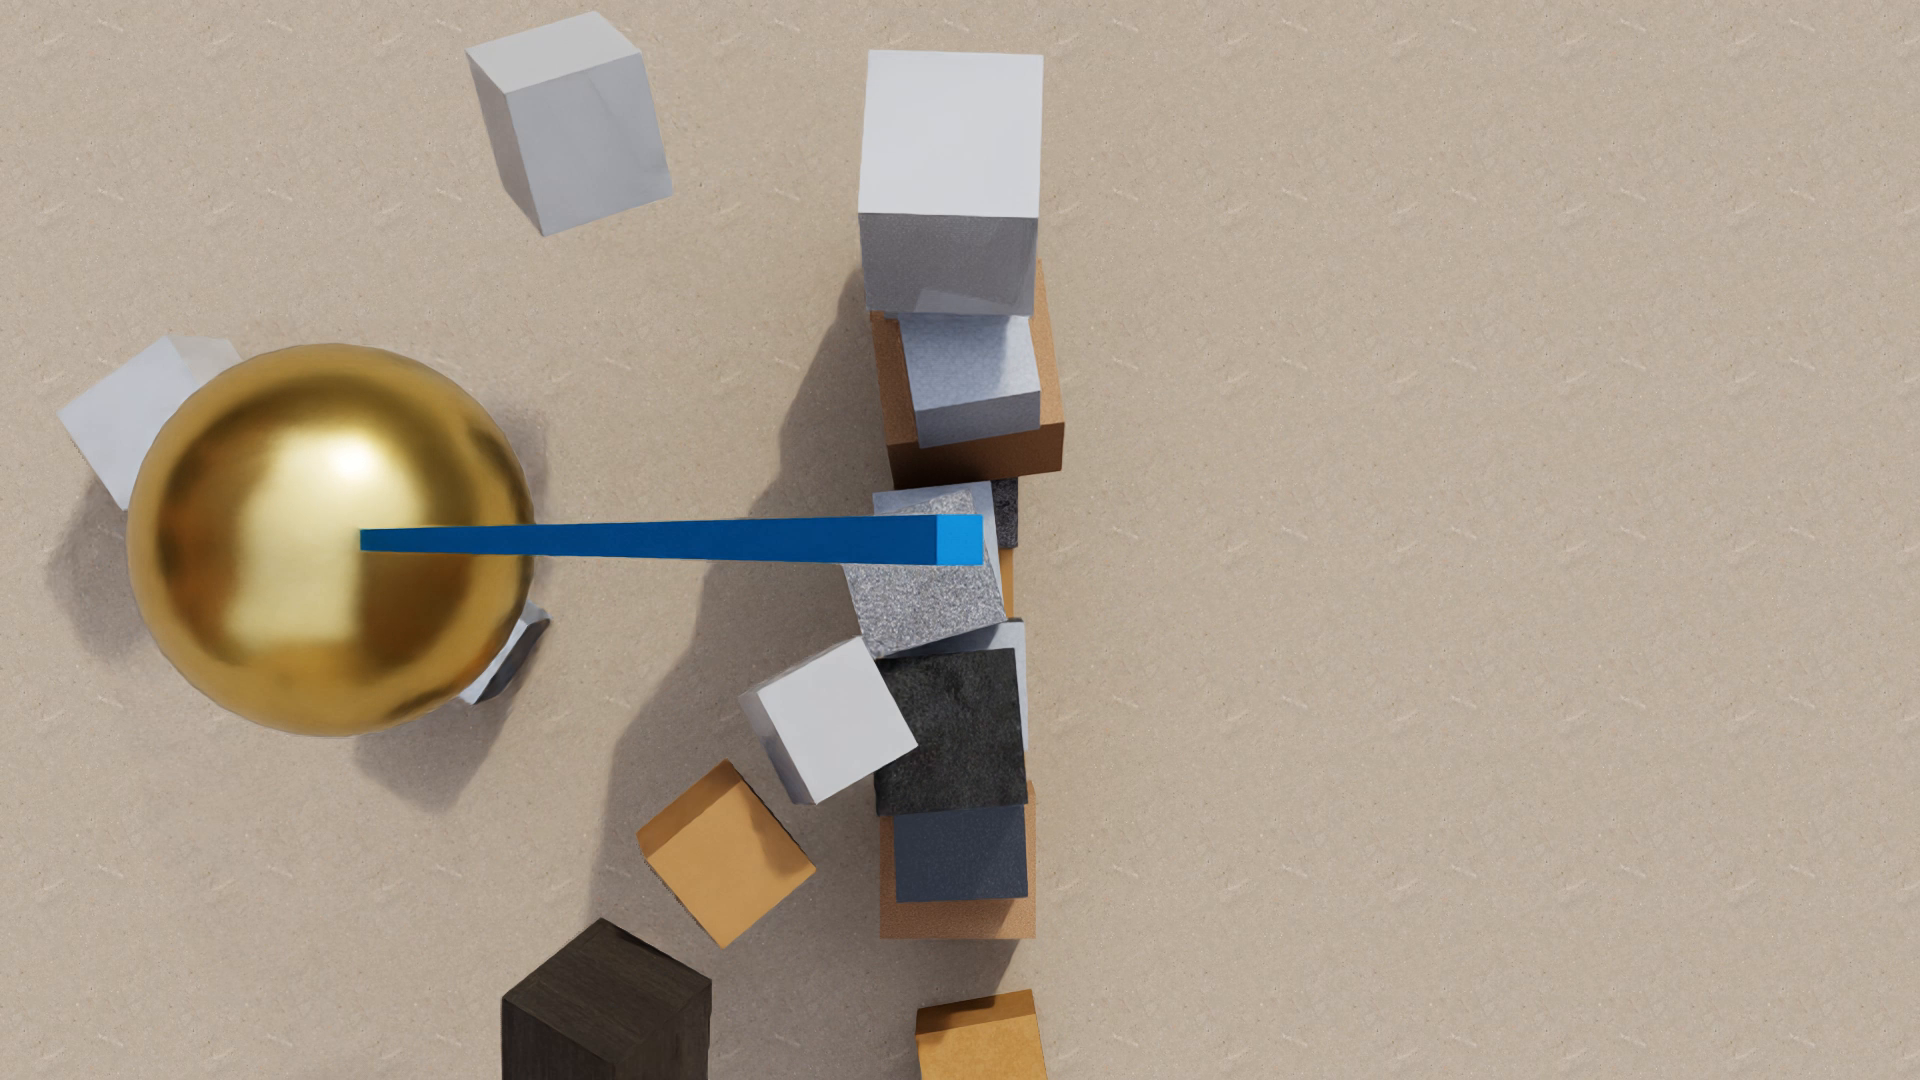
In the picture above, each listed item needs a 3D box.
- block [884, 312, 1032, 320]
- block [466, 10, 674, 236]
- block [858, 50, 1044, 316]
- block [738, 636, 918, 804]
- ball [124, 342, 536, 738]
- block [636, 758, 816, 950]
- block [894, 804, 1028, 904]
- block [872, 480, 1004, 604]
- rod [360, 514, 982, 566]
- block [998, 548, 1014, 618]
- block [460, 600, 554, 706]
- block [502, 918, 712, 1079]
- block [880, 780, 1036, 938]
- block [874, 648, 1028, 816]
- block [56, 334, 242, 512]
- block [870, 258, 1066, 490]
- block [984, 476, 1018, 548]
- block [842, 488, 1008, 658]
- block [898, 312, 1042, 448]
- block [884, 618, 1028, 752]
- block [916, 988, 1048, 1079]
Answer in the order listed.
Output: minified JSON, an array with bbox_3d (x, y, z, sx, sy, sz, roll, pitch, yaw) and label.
[{"bbox_3d":[-0.013,-1.654,11.153,0.764,0.836,0.758,0,68,1],"label":"block"},{"bbox_3d":[-1.977,-2.118,11.145,0.703,0.736,0.772,-21,126,-17],"label":"block"},{"bbox_3d":[-0.032,-1.644,10.211,0.792,0.890,0.855,2,67,1],"label":"block"},{"bbox_3d":[-0.635,0.860,10.442,0.557,0.525,0.585,-28,92,-17],"label":"block"},{"bbox_3d":[-2.528,0.000,8.908,1.600,1.600,1.600,0,90,0],"label":"ball"},{"bbox_3d":[-1.153,1.524,10.770,0.585,0.638,0.577,-40,101,-8],"label":"block"},{"bbox_3d":[-0.004,1.521,11.849,0.685,0.789,0.754,-2,87,0],"label":"block"},{"bbox_3d":[-0.113,0.063,11.900,0.623,0.750,0.692,-6,90,0],"label":"block"},{"bbox_3d":[-1.096,0.000,5.825,0.080,5.200,0.080,0,90,-25],"label":"rod"},{"bbox_3d":[-0.024,0.413,12.641,0.643,0.719,0.721,0,90,0],"label":"block"},{"bbox_3d":[-2.830,0.507,12.648,0.648,0.684,0.554,35,92,0],"label":"block"},{"bbox_3d":[-1.712,2.448,10.660,0.700,0.711,0.749,24,126,25],"label":"block"},{"bbox_3d":[-0.012,1.821,12.625,0.867,0.751,0.802,0,90,0],"label":"block"},{"bbox_3d":[-0.070,0.971,11.139,0.744,0.701,0.768,-5,85,-1],"label":"block"},{"bbox_3d":[-4.464,-0.669,12.530,0.771,0.818,0.655,-34,90,6],"label":"block"},{"bbox_3d":[0.033,-0.871,11.839,0.926,0.893,0.911,-7,75,-1],"label":"block"},{"bbox_3d":[-0.023,-0.348,12.638,0.697,0.725,0.771,0,90,0],"label":"block"},{"bbox_3d":[-0.197,0.166,11.122,0.701,0.804,0.668,-16,90,0],"label":"block"},{"bbox_3d":[0.047,-0.867,11.052,0.624,0.628,0.567,-10,75,-1],"label":"block"},{"bbox_3d":[-0.021,0.781,11.904,0.742,0.755,0.678,-2,90,0],"label":"block"},{"bbox_3d":[0.151,3.081,12.654,0.685,0.693,0.750,-10,90,0],"label":"block"}]
